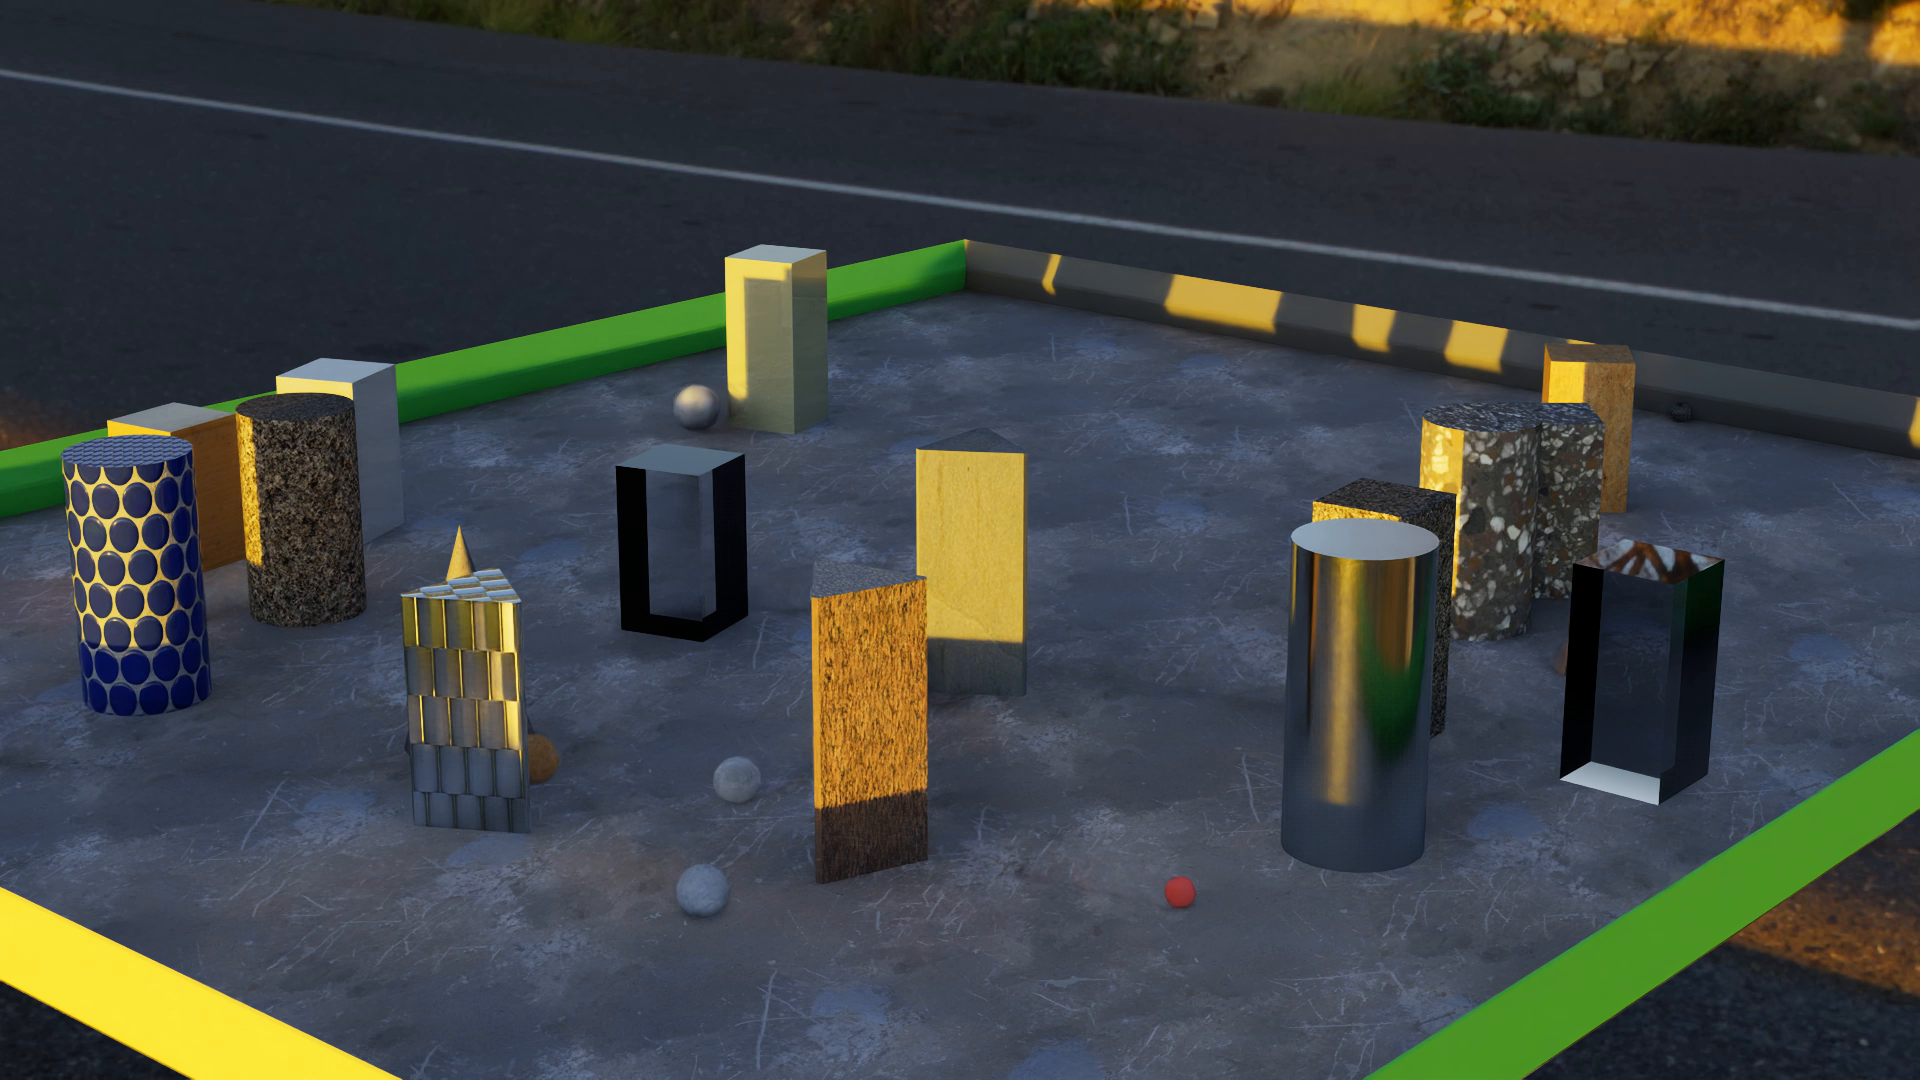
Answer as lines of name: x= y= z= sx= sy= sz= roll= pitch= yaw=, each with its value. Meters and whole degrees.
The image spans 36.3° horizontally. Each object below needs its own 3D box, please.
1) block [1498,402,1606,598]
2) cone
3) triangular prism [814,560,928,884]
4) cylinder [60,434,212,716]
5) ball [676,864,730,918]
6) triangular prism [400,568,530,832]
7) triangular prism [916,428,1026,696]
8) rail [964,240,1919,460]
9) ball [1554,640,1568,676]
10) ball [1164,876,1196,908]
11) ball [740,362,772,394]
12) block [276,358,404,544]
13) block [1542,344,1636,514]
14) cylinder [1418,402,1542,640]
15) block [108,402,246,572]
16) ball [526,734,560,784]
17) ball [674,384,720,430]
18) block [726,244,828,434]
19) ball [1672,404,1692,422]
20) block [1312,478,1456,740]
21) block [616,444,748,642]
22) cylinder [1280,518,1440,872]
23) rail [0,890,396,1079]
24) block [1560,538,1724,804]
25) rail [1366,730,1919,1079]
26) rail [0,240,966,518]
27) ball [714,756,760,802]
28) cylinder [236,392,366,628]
block: x=1.028 y=-0.071 z=5.146 sx=0.158 sy=0.312 sz=0.158 roll=0 pitch=17 yaw=1
cone: x=-0.740 y=0.142 z=4.384 sx=0.197 sy=0.344 sz=0.197 roll=0 pitch=17 yaw=0
triangular prism: x=-0.154 y=0.237 z=3.969 sx=0.171 sy=0.402 sz=0.148 roll=-10 pitch=19 yaw=-30
cylinder: x=-1.285 y=0.053 z=4.582 sx=0.197 sy=0.400 sz=0.197 roll=0 pitch=17 yaw=0
ball: x=-0.334 y=0.457 z=3.815 sx=0.071 sy=0.071 sz=0.071 roll=0 pitch=17 yaw=0
triangular prism: x=-0.671 y=0.222 z=4.130 sx=0.171 sy=0.338 sz=0.148 roll=3 pitch=17 yaw=10
triangular prism: x=0.028 y=0.032 z=4.658 sx=0.171 sy=0.397 sz=0.148 roll=2 pitch=17 yaw=7
rail: x=1.272 y=-0.391 z=6.523 sx=3.382 sy=0.128 sz=0.045 roll=14 pitch=22 yaw=39
ball: x=0.987 y=0.190 z=4.716 sx=0.062 sy=0.062 sz=0.062 roll=0 pitch=17 yaw=0
ball: x=0.289 y=0.461 z=3.850 sx=0.041 sy=0.041 sz=0.041 roll=0 pitch=17 yaw=0
ball: x=-0.454 y=-0.362 z=6.533 sx=0.070 sy=0.070 sz=0.070 roll=0 pitch=17 yaw=0
block: x=-1.154 y=-0.166 z=5.469 sx=0.158 sy=0.308 sz=0.158 roll=6 pitch=18 yaw=18
block: x=1.208 y=-0.217 z=5.664 sx=0.158 sy=0.294 sz=0.158 roll=2 pitch=17 yaw=7
cylinder: x=0.870 y=-0.032 z=4.935 sx=0.197 sy=0.360 sz=0.197 roll=0 pitch=17 yaw=0
block: x=-1.409 y=-0.090 z=5.280 sx=0.158 sy=0.271 sz=0.158 roll=10 pitch=20 yaw=31
ball: x=-0.619 y=0.319 z=4.266 sx=0.074 sy=0.074 sz=0.074 roll=0 pitch=17 yaw=0
ball: x=-0.557 y=-0.280 z=6.212 sx=0.098 sy=0.098 sz=0.098 roll=0 pitch=17 yaw=0
block: x=-0.388 y=-0.428 z=6.238 sx=0.158 sy=0.366 sz=0.158 roll=8 pitch=18 yaw=24
ball: x=1.546 y=-0.272 z=6.282 sx=0.042 sy=0.042 sz=0.042 roll=0 pitch=17 yaw=0
block: x=0.632 y=0.117 z=4.414 sx=0.158 sy=0.376 sz=0.158 roll=11 pitch=20 yaw=33
block: x=-0.467 y=0.003 z=4.944 sx=0.158 sy=0.288 sz=0.158 roll=8 pitch=18 yaw=24
cylinder: x=0.543 y=0.210 z=3.991 sx=0.197 sy=0.442 sz=0.197 roll=0 pitch=17 yaw=0
rail: x=-1.272 y=0.455 z=3.717 sx=3.382 sy=0.128 sz=0.045 roll=14 pitch=22 yaw=39
block: x=0.988 y=0.189 z=4.252 sx=0.158 sy=0.331 sz=0.158 roll=13 pitch=21 yaw=38
rail: x=1.259 y=0.348 z=4.073 sx=0.045 sy=0.128 sz=3.929 roll=14 pitch=22 yaw=39
rail: x=-1.259 y=-0.283 z=6.166 sx=0.045 sy=0.128 sz=3.929 roll=14 pitch=22 yaw=39
ball: x=-0.319 y=0.343 z=4.199 sx=0.067 sy=0.067 sz=0.067 roll=0 pitch=17 yaw=0
cylinder: x=-1.123 y=-0.053 z=5.003 sx=0.197 sy=0.361 sz=0.197 roll=0 pitch=17 yaw=0
